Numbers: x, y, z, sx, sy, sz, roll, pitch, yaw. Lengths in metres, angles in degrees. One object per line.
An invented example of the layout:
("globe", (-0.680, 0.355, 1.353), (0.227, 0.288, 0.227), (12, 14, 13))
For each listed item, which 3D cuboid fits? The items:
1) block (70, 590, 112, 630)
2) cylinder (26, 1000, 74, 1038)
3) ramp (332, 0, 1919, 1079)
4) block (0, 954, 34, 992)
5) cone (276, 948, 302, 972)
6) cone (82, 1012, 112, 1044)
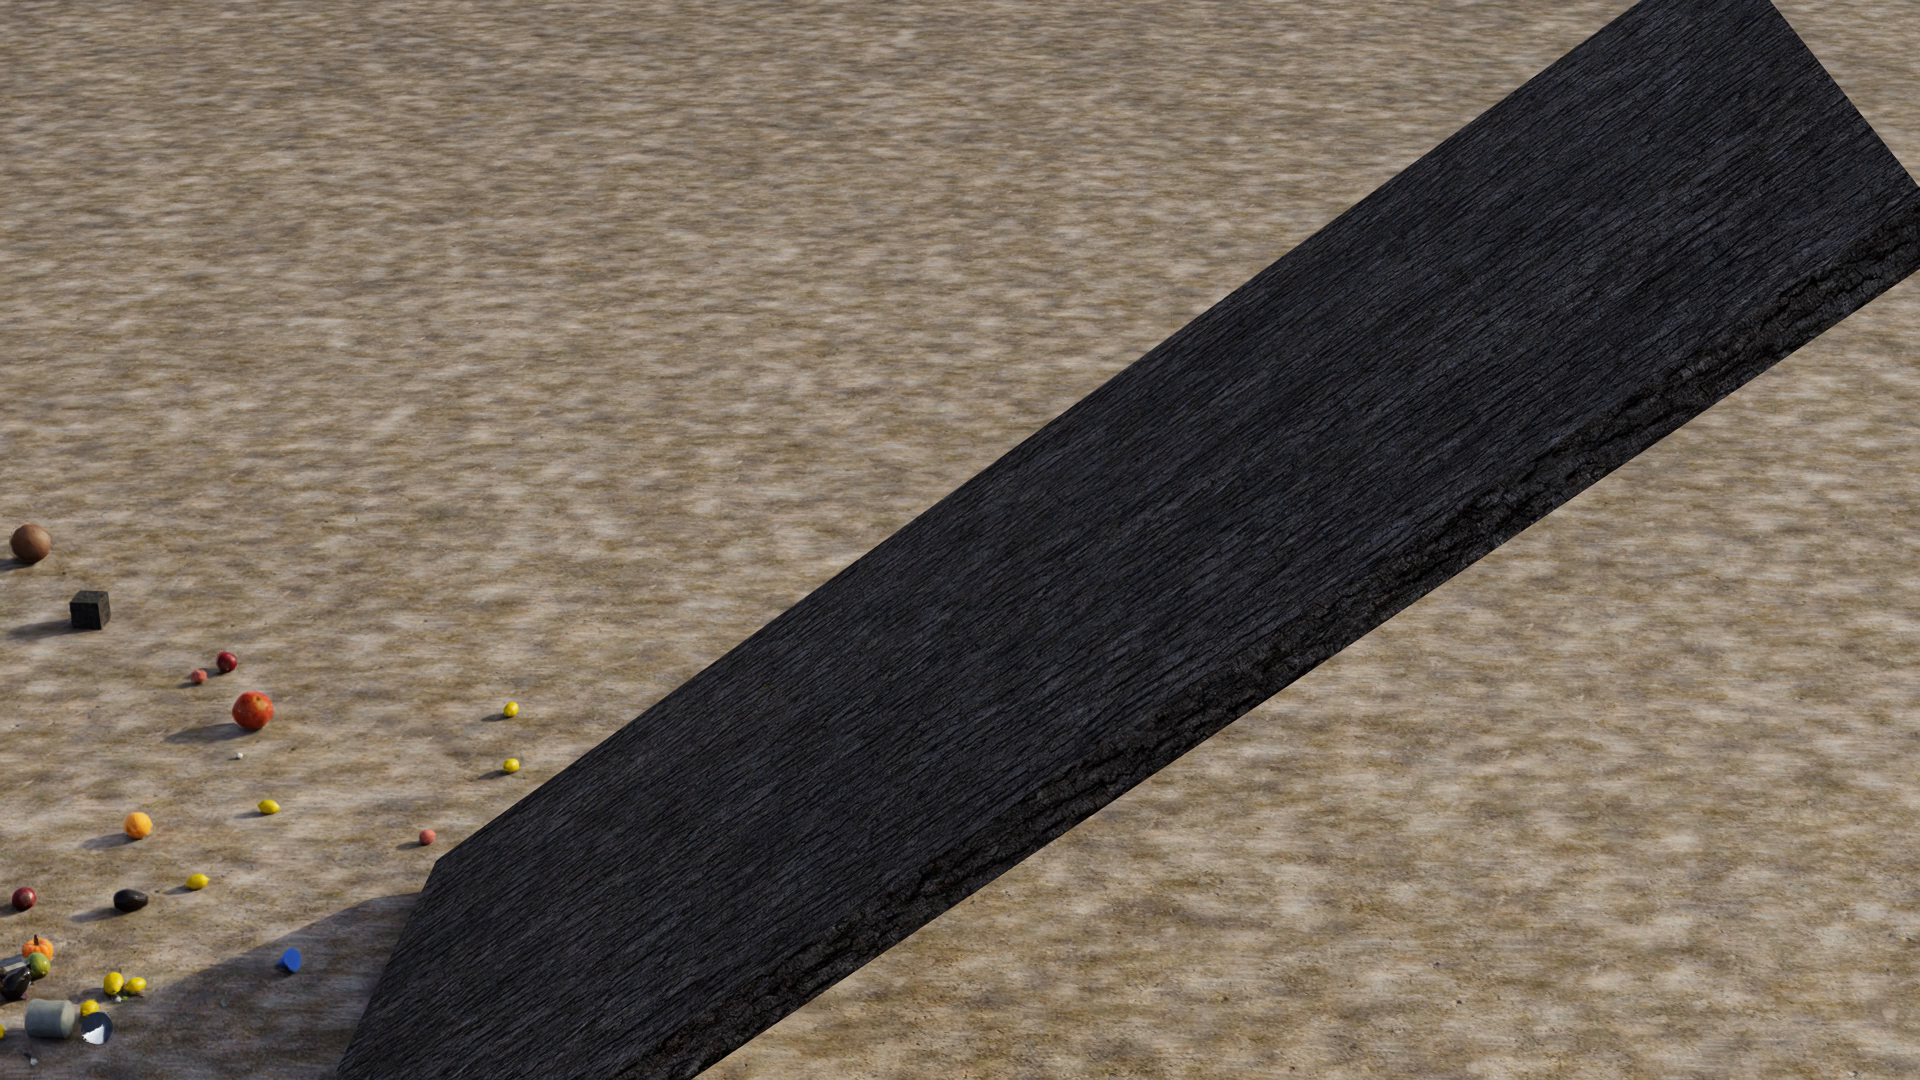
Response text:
("block", (-2.772, 0.223, 9.377), (0.092, 0.092, 0.092), (2, 23, 4))
("cylinder", (-2.223, 1.168, 7.185), (0.090, 0.090, 0.090), (2, 23, 4))
("ramp", (0.124, 0.183, 6.333), (4.000, 0.100, 2.000), (-35, 16, 17))
("block", (-2.377, 1.090, 7.403), (0.061, 0.061, 0.061), (-17, 29, -34))
("cone", (-1.718, 1.076, 7.480), (0.060, 0.060, 0.060), (-19, 14, 26))
("cone", (-2.099, 1.191, 7.202), (0.078, 0.078, 0.078), (2, -3, 4))
